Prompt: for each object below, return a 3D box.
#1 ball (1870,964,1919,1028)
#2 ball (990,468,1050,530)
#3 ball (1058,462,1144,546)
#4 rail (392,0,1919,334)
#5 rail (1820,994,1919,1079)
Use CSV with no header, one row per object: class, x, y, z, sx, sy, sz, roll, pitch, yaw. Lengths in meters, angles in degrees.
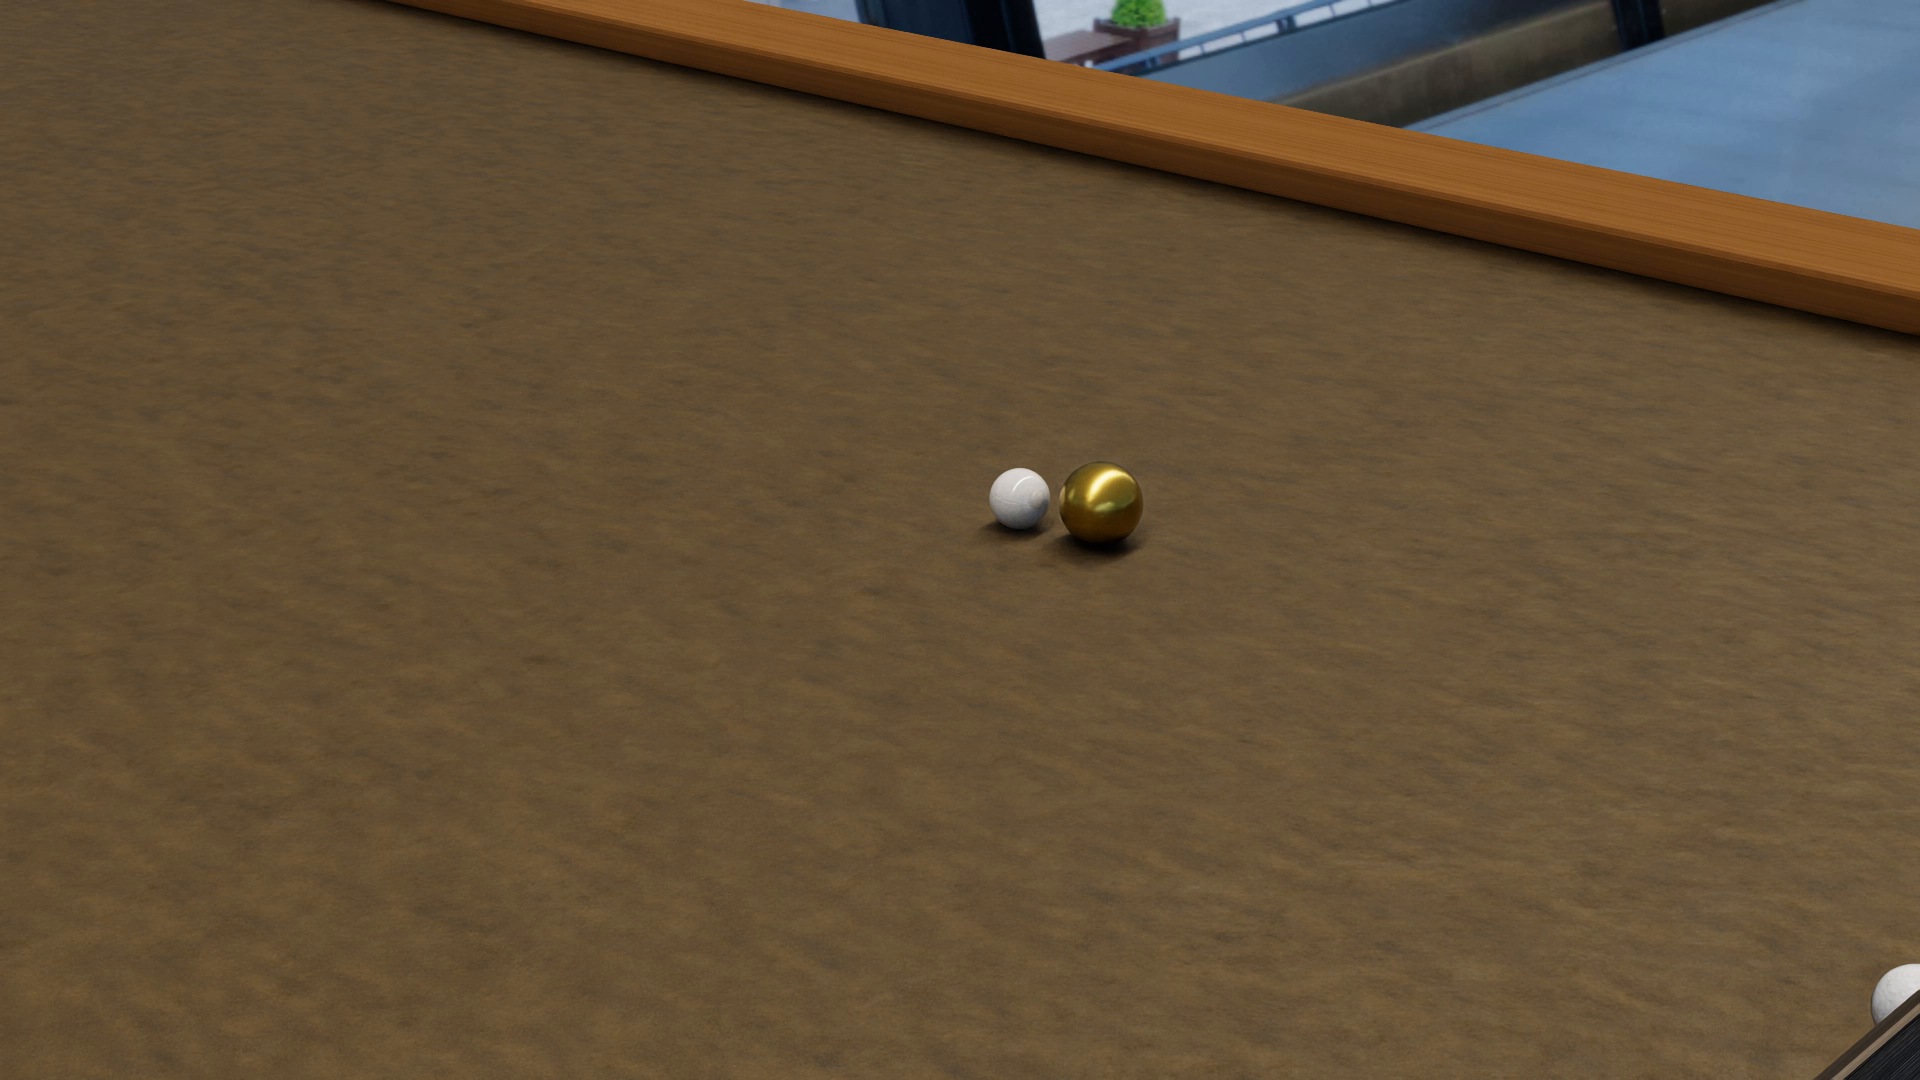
ball,0.597,0.292,1.835,0.055,0.055,0.055,0,22,0
ball,0.054,-0.037,2.655,0.055,0.055,0.055,0,22,0
ball,0.125,-0.032,2.615,0.076,0.076,0.076,0,22,0
rail,0.024,-0.607,3.991,4.102,0.114,0.045,19,28,38
rail,0.743,0.223,1.924,0.045,0.114,2.387,19,28,38
